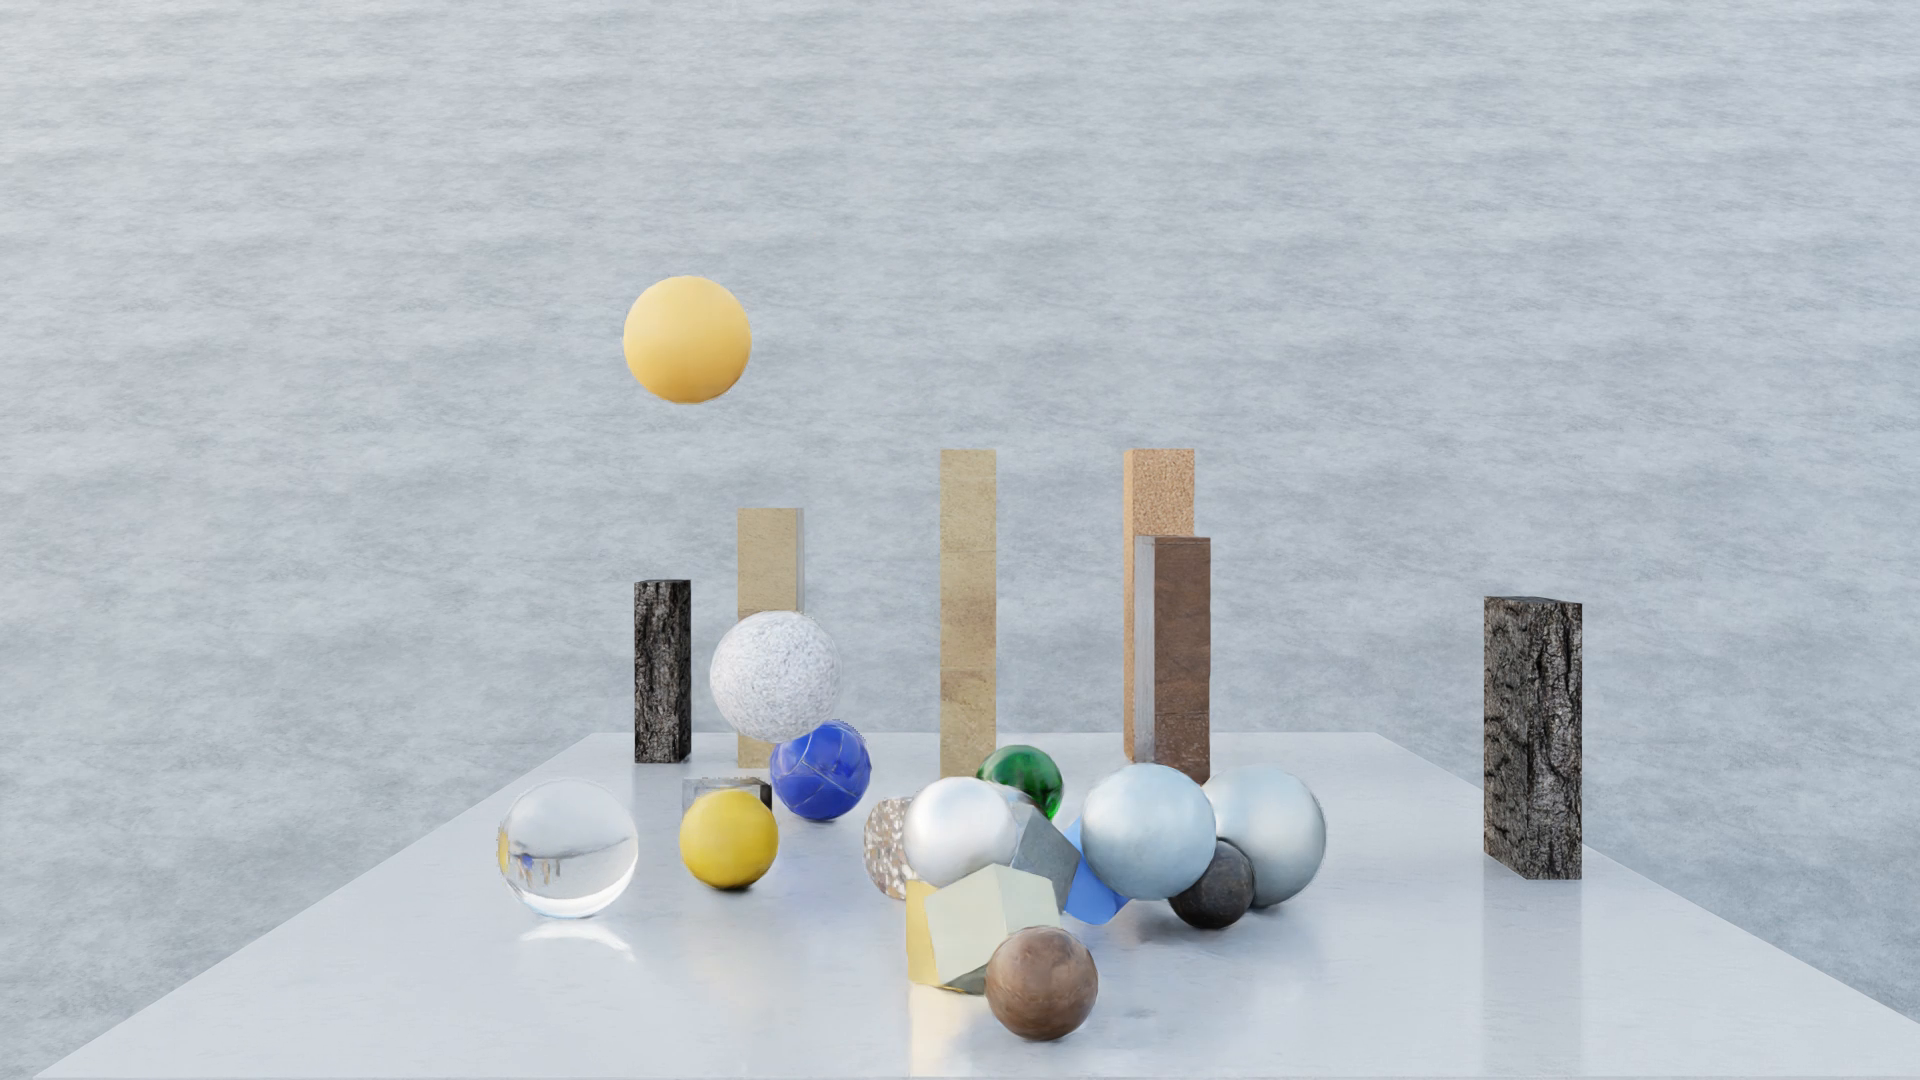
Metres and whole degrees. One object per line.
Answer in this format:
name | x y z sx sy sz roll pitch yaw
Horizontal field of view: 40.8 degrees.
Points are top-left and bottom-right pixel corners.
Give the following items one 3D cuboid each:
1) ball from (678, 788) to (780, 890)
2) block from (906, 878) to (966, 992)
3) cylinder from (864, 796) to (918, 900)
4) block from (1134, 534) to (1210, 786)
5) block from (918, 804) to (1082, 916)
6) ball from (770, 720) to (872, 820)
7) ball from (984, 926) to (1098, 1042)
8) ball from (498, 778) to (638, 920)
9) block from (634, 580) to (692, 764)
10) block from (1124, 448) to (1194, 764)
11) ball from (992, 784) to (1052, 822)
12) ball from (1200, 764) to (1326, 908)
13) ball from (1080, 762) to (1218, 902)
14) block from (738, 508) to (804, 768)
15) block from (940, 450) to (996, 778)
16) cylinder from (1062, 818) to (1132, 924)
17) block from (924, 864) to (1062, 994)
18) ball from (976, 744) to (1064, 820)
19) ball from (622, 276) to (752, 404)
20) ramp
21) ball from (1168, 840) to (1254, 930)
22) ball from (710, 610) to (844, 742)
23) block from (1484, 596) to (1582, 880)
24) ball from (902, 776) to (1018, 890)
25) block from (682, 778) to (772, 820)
ball | -0.347 0.450 3.887 0.151 0.151 0.151 0 28 0
block | 0.019 0.472 3.124 0.121 0.121 0.121 0 -1 -33
cylinder | -0.040 0.452 3.831 0.147 0.147 0.147 0 22 -42
block | 0.327 0.259 4.014 0.082 0.530 0.423 0 1 0
block | 0.051 0.436 3.389 0.137 0.137 0.137 1 57 36
ball | -0.256 0.422 4.747 0.187 0.187 0.187 0 28 0
ball | 0.088 0.477 2.784 0.123 0.123 0.123 0 28 0
ball | -0.548 0.432 3.613 0.195 0.195 0.195 0 28 0
block | -0.683 0.298 5.949 0.099 0.406 0.278 0 1 0
block | 0.456 0.147 5.945 0.138 0.706 0.297 0 1 0
ball | 0.046 0.436 3.656 0.184 0.184 0.184 0 28 0
ball | 0.423 0.425 3.717 0.206 0.206 0.206 0 28 0
ball | 0.249 0.386 3.420 0.182 0.182 0.182 0 28 0
block | -0.426 0.215 5.849 0.129 0.574 0.305 0 1 0
block | 0.018 0.156 5.618 0.118 0.698 0.281 0 1 0
cylinder | 0.200 0.440 3.567 0.130 0.130 0.130 21 44 34
block | 0.042 0.449 2.966 0.107 0.107 0.107 23 46 -47
ball | 0.104 0.438 4.548 0.158 0.158 0.158 0 28 0
ball | -0.269 -0.198 2.553 0.127 0.127 0.127 0 28 0
ramp | 0.063 0.567 4.607 2.000 0.100 4.000 0 1 0
ball | 0.340 0.469 3.517 0.122 0.122 0.122 0 28 0
ball | -0.283 0.210 3.994 0.205 0.205 0.205 0 28 0
block | 0.916 0.309 4.145 0.085 0.426 0.327 0 1 0
ball | 0.000 0.345 3.022 0.137 0.137 0.137 0 28 0
block | -0.383 0.460 4.239 0.124 0.124 0.124 0 1 -17
